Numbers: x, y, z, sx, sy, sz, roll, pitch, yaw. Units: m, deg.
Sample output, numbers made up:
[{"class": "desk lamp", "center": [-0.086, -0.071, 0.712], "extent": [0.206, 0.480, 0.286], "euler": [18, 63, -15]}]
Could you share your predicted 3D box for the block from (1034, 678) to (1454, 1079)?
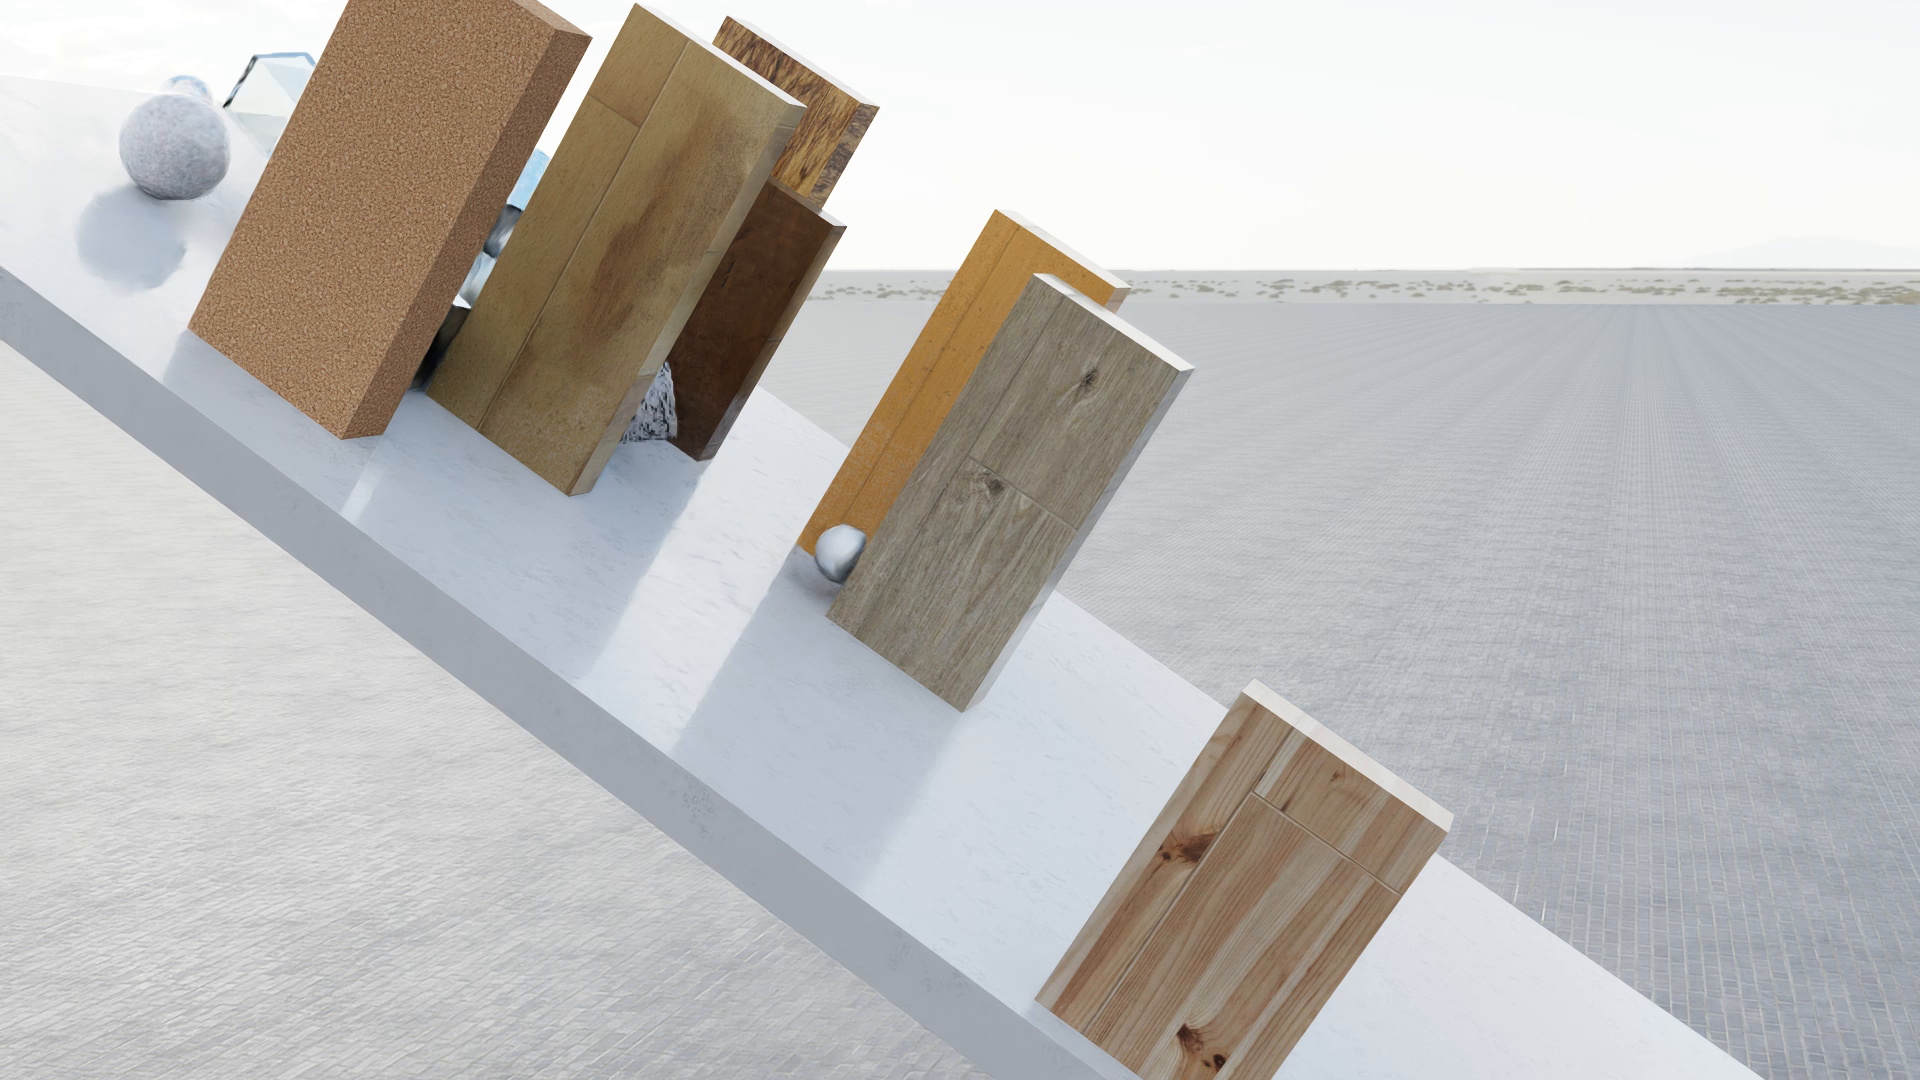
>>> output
[{"class": "block", "center": [0.389, 0.512, 3.049], "extent": [0.328, 0.541, 0.101], "euler": [35, 15, 11]}]

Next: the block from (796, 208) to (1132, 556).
[{"class": "block", "center": [0.002, -0.237, 4.247], "extent": [0.275, 0.763, 0.136], "euler": [35, 15, 11]}]

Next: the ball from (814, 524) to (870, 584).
[{"class": "ball", "center": [-0.217, 0.027, 4.127], "extent": [0.112, 0.112, 0.112], "euler": [0, 7, 0]}]

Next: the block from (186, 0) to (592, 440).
[{"class": "block", "center": [-0.916, -0.566, 3.508], "extent": [0.332, 0.745, 0.124], "euler": [35, 15, 11]}]

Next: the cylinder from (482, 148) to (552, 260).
[{"class": "cylinder", "center": [-0.889, -0.640, 4.306], "extent": [0.202, 0.202, 0.202], "euler": [1, 43, 5]}]

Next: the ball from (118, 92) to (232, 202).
[{"class": "ball", "center": [-1.439, -0.722, 4.036], "extent": [0.197, 0.197, 0.197], "euler": [0, 7, 0]}]

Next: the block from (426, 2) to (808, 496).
[{"class": "block", "center": [-0.604, -0.496, 3.819], "extent": [0.328, 0.789, 0.085], "euler": [35, 15, 11]}]

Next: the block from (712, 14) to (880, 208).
[{"class": "block", "center": [-0.516, -0.687, 4.674], "extent": [0.348, 0.754, 0.121], "euler": [35, 15, 11]}]

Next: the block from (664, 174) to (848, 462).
[{"class": "block", "center": [-0.536, -0.501, 4.427], "extent": [0.397, 0.554, 0.084], "euler": [35, 15, 11]}]

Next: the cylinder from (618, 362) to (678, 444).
[{"class": "cylinder", "center": [-0.612, -0.255, 4.137], "extent": [0.143, 0.143, 0.143], "euler": [-7, 8, -10]}]

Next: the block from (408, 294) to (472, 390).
[{"class": "block", "center": [-1.014, -0.399, 3.849], "extent": [0.182, 0.182, 0.182], "euler": [44, 19, 26]}]

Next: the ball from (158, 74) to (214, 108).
[{"class": "ball", "center": [-1.577, -0.894, 4.483], "extent": [0.111, 0.111, 0.111], "euler": [0, 7, 0]}]

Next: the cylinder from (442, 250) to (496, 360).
[{"class": "cylinder", "center": [-0.856, -0.393, 4.069], "extent": [0.207, 0.207, 0.207], "euler": [34, -10, -26]}]

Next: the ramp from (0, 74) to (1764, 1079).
[{"class": "ramp", "center": [-0.144, 0.240, 4.108], "extent": [4.000, 0.100, 2.000], "euler": [35, 15, 11]}]

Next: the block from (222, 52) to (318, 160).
[{"class": "block", "center": [-1.392, -0.898, 4.543], "extent": [0.150, 0.150, 0.150], "euler": [-46, -10, 30]}]

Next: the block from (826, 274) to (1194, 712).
[{"class": "block", "center": [0.086, -0.084, 3.972], "extent": [0.311, 0.736, 0.136], "euler": [35, 15, 11]}]
